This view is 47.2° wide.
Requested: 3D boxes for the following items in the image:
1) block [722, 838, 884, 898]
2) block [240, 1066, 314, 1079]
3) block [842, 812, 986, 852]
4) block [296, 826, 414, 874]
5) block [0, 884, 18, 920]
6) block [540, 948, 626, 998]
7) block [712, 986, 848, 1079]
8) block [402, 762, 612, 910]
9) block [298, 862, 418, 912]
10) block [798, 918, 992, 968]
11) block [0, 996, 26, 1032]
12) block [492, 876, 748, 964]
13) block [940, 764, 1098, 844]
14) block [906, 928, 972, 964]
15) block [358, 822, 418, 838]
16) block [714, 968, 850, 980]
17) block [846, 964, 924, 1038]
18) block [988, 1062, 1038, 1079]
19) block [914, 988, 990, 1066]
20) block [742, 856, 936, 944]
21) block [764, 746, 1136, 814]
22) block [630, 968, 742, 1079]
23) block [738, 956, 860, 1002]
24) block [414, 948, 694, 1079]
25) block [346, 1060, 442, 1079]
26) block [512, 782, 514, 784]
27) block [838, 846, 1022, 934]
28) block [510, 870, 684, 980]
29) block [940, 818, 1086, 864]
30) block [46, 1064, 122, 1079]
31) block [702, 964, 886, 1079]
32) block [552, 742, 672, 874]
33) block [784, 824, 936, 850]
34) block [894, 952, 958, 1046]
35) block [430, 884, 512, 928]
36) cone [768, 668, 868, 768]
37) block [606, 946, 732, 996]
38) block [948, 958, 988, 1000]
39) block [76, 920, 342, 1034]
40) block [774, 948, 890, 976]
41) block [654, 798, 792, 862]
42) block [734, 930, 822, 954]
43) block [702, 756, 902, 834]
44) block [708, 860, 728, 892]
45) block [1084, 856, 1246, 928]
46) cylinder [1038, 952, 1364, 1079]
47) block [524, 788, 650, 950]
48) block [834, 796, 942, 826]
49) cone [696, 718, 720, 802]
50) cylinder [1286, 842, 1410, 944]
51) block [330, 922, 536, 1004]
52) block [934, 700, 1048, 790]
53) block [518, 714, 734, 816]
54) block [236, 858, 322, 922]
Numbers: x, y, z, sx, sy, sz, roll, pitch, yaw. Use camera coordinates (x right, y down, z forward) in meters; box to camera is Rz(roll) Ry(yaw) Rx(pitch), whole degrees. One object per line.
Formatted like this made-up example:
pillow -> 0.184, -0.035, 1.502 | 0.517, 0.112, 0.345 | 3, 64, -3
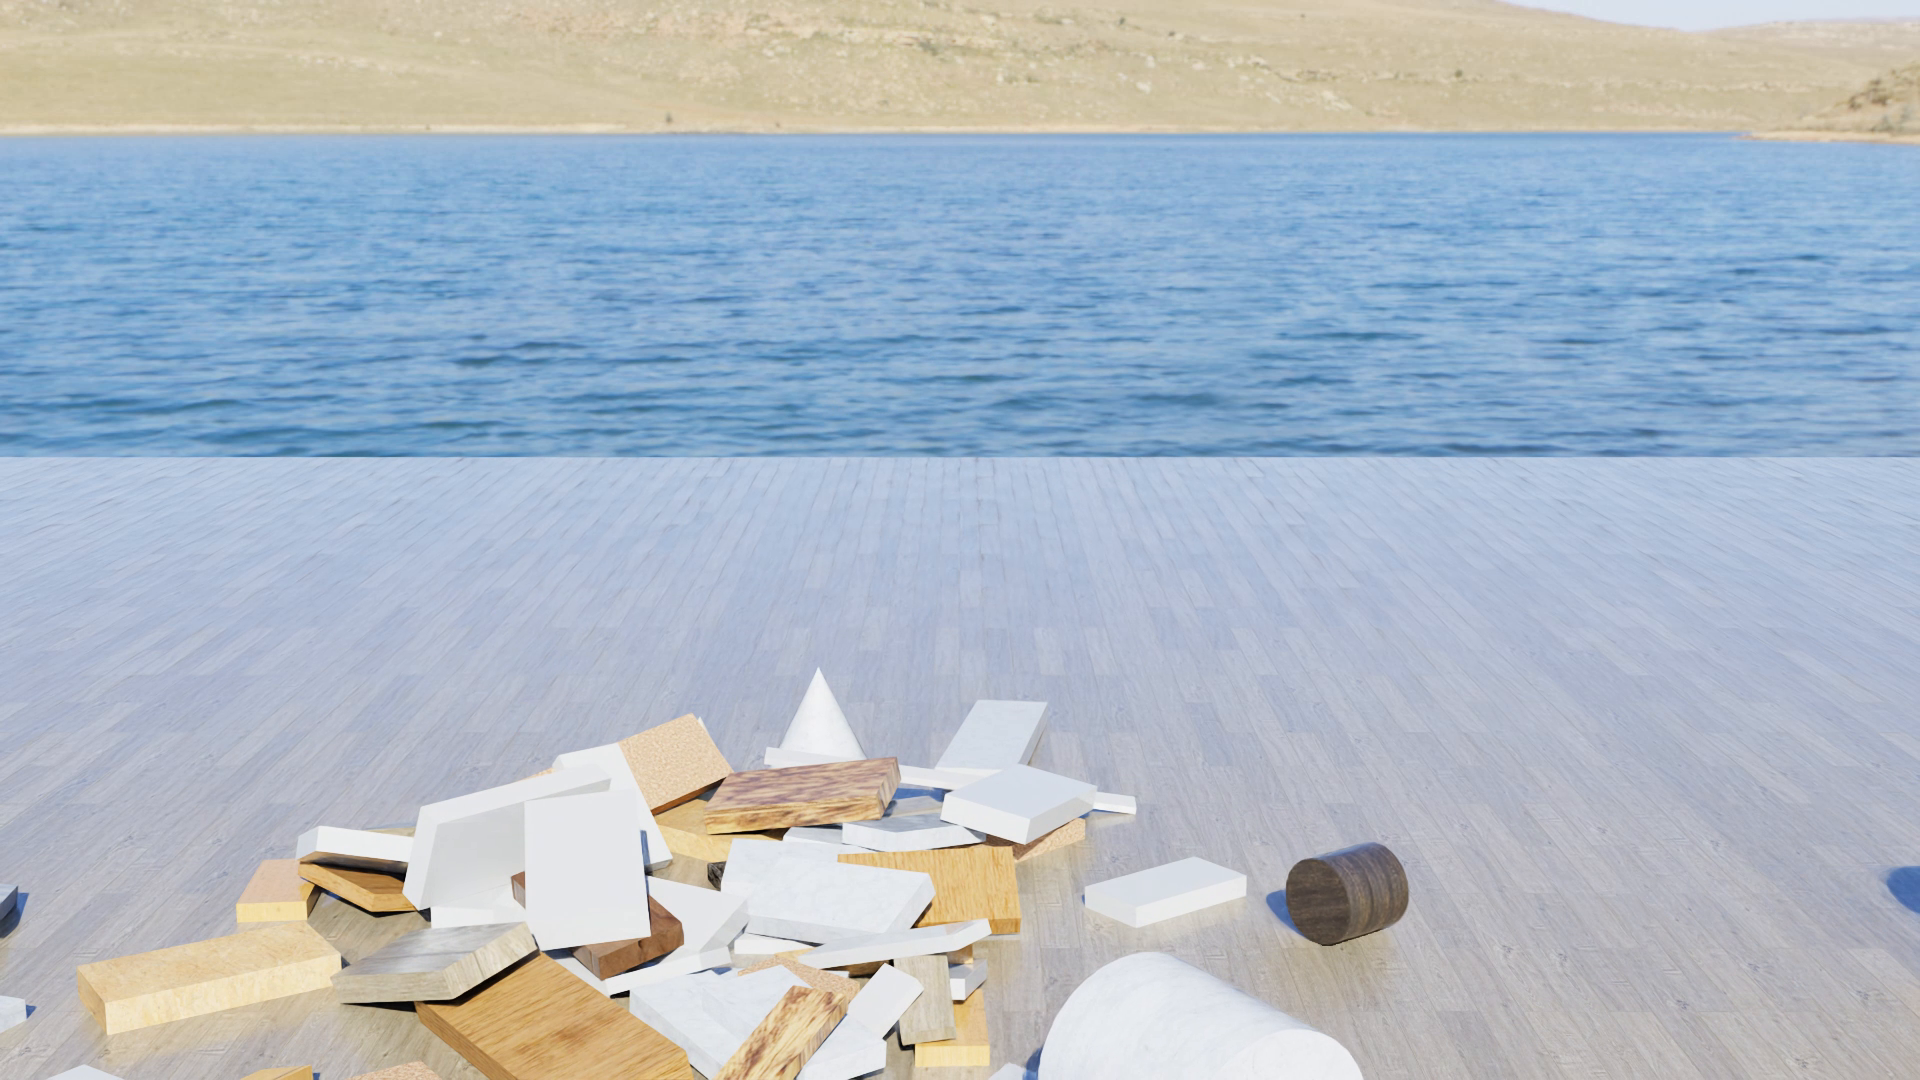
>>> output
block -> -0.207, 0.558, 3.608 | 0.351, 0.050, 0.175 | 3, 16, 0
block -> -0.912, 0.713, 2.849 | 0.075, 0.021, 0.150 | -8, -1, 14
block -> -0.076, 0.500, 3.758 | 0.119, 0.034, 0.238 | 4, 1, 40
block -> -0.932, 0.516, 3.617 | 0.282, 0.040, 0.141 | 12, -19, -27
block -> -1.579, 0.581, 3.503 | 0.109, 0.031, 0.219 | 6, 0, -14
block -> -0.634, 0.644, 3.277 | 0.257, 0.036, 0.129 | 8, 13, 37
block -> -0.272, 0.696, 2.790 | 0.082, 0.023, 0.425 | 5, 24, 23
block -> -0.728, 0.475, 3.550 | 0.337, 0.168, 0.048 | -11, 38, -46
block -> -0.984, 0.565, 3.612 | 0.203, 0.029, 0.102 | 15, 2, 38
block -> -0.098, 0.590, 3.199 | 0.315, 0.022, 0.079 | -16, -1, 40
block -> -1.424, 0.687, 3.062 | 0.109, 0.031, 0.219 | 4, 11, 19
block -> -0.525, 0.575, 3.399 | 0.365, 0.043, 0.151 | 8, 26, 22
block -> 0.109, 0.465, 3.903 | 0.158, 0.045, 0.356 | 14, 8, 21
block -> -0.040, 0.615, 3.337 | 0.100, 0.028, 0.201 | -1, -2, -5
block -> -0.916, 0.507, 3.788 | 0.282, 0.040, 0.141 | -8, -4, 32
block -> -0.268, 0.660, 3.215 | 0.201, 0.028, 0.100 | 1, 11, 4
block -> -0.125, 0.656, 3.026 | 0.150, 0.021, 0.075 | -46, 33, -23
block -> 0.068, 0.719, 2.805 | 0.090, 0.025, 0.179 | 17, 10, 20
block -> -0.014, 0.683, 3.088 | 0.101, 0.029, 0.202 | 0, 11, -2
block -> -0.193, 0.561, 3.396 | 0.281, 0.040, 0.140 | 1, 32, 33
block -> -0.017, 0.448, 4.097 | 0.696, 0.013, 0.047 | 8, 19, -3
block -> -0.335, 0.674, 3.035 | 0.129, 0.036, 0.258 | -8, 20, -37
block -> -0.233, 0.641, 3.173 | 0.164, 0.023, 0.082 | 8, 13, 38
block -> -0.561, 0.671, 2.978 | 0.175, 0.050, 0.501 | -24, 22, -31
block -> -0.826, 0.733, 2.838 | 0.306, 0.023, 0.081 | -7, 13, -35
block -> -0.800, 0.483, 4.027 | 0.158, 0.045, 0.316 | -3, 5, 27
block -> -0.051, 0.561, 3.495 | 0.281, 0.040, 0.140 | -2, 45, -6
block -> -0.552, 0.561, 3.332 | 0.140, 0.040, 0.281 | -19, 29, -33
block -> 0.095, 0.528, 3.905 | 0.124, 0.035, 0.248 | 10, 14, 42
block -> -1.105, 0.714, 2.811 | 0.163, 0.023, 0.081 | 7, 13, 33
block -> -0.227, 0.659, 2.980 | 0.129, 0.036, 0.257 | -9, 20, -36
block -> -0.600, 0.469, 3.795 | 0.119, 0.238, 0.034 | -9, -31, -40
block -> -0.171, 0.531, 3.781 | 0.247, 0.035, 0.124 | 9, 7, 7
block -> -0.049, 0.636, 3.055 | 0.075, 0.021, 0.150 | -8, 31, -1
block -> -0.656, 0.591, 3.532 | 0.337, 0.048, 0.168 | 1, 11, 8
cone -> -0.279, 0.354, 4.357 | 0.212, 0.212, 0.212 | 0, 11, 0
block -> -0.425, 0.627, 3.201 | 0.164, 0.023, 0.082 | -19, -10, 23
block -> -0.026, 0.637, 3.200 | 0.101, 0.029, 0.202 | -1, -3, 10
block -> -1.108, 0.643, 3.251 | 0.337, 0.048, 0.168 | -7, 13, -34
block -> -0.194, 0.640, 3.337 | 0.157, 0.022, 0.079 | -4, 11, -21
block -> -0.467, 0.517, 3.942 | 0.304, 0.043, 0.152 | 8, 13, 36
block -> -0.268, 0.622, 3.436 | 0.157, 0.022, 0.079 | 0, 11, 2
block -> -0.275, 0.448, 3.859 | 0.316, 0.045, 0.158 | -7, 17, 15
block -> -0.317, 0.565, 3.728 | 0.201, 0.028, 0.100 | -4, 11, -21
block -> 0.341, 0.579, 3.630 | 0.248, 0.035, 0.124 | -8, 13, -37
cylinder -> 0.280, 0.656, 2.564 | 0.274, 0.274, 0.274 | -6, 12, -31
block -> -0.573, 0.499, 3.363 | 0.175, 0.050, 0.351 | -6, 24, -9
block -> -0.143, 0.511, 4.000 | 0.238, 0.034, 0.119 | -5, 12, -24
cone -> -0.494, 0.413, 4.193 | 0.157, 0.157, 0.157 | 0, 11, 0
cylinder -> 0.611, 0.557, 3.474 | 0.136, 0.136, 0.136 | -8, 13, -37
block -> -0.758, 0.607, 3.154 | 0.301, 0.043, 0.151 | -13, 10, 44
block -> 0.071, 0.412, 4.464 | 0.152, 0.043, 0.575 | 2, 9, 8
block -> -0.628, 0.444, 3.877 | 0.040, 0.141, 0.562 | -46, -15, 33
block -> -1.120, 0.579, 3.646 | 0.109, 0.031, 0.219 | -1, 11, -6
